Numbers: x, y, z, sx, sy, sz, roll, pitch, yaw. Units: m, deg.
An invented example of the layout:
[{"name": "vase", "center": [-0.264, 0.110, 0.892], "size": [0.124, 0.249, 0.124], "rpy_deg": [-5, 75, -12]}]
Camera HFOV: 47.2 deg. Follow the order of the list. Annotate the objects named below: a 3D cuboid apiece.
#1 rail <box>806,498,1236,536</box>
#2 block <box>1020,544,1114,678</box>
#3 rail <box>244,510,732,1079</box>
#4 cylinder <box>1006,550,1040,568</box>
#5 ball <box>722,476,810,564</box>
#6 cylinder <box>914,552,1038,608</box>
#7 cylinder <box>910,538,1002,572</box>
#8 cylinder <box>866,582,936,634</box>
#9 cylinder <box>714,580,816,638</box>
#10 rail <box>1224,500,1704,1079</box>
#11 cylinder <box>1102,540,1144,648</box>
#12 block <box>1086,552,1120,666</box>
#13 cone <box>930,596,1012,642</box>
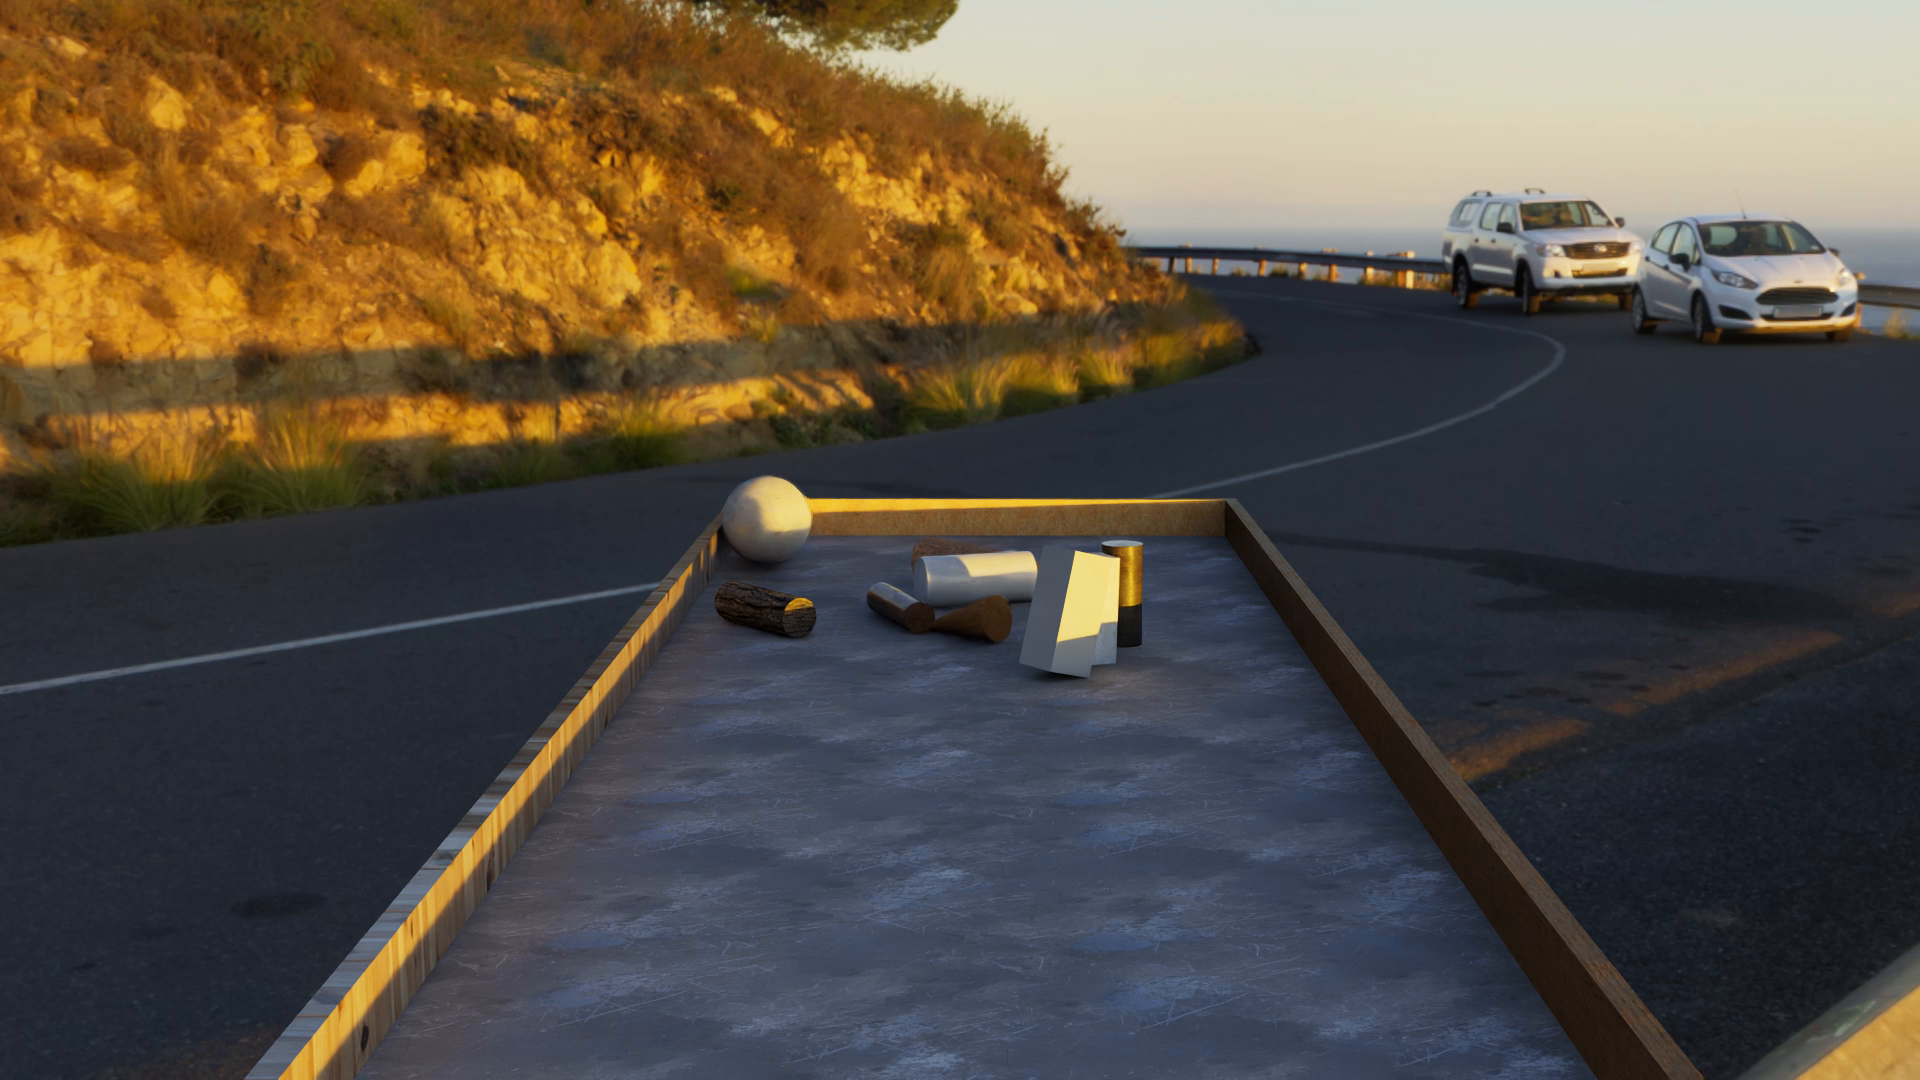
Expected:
[{"name": "rail", "center": [0.099, -0.098, 9.147], "size": [2.100, 0.150, 0.050], "rpy_deg": [0, 9, 1]}, {"name": "block", "center": [0.313, 0.209, 6.467], "size": [0.150, 0.357, 0.150], "rpy_deg": [12, 0, -37]}, {"name": "rail", "center": [-1.004, 0.839, 3.234], "size": [0.050, 0.150, 12.000], "rpy_deg": [0, 9, 1]}, {"name": "cylinder", "center": [0.231, 0.117, 7.898], "size": [0.117, 0.117, 0.320], "rpy_deg": [-3, 9, -17]}, {"name": "ball", "center": [-0.740, -0.076, 8.401], "size": [0.340, 0.340, 0.340], "rpy_deg": [0, 9, 0]}, {"name": "cylinder", "center": [0.054, 0.136, 7.582], "size": [0.393, 0.177, 0.177], "rpy_deg": [-3, 9, -17]}, {"name": "cylinder", "center": [0.009, 0.093, 7.906], "size": [0.161, 0.161, 0.401], "rpy_deg": [-7, 12, -39]}, {"name": "cylinder", "center": [-0.198, 0.224, 7.267], "size": [0.104, 0.104, 0.397], "rpy_deg": [-3, 10, -20]}, {"name": "cylinder", "center": [-0.637, 0.224, 7.173], "size": [0.132, 0.132, 0.398], "rpy_deg": [-7, 11, -38]}, {"name": "rail", "center": [1.046, 0.843, 3.208], "size": [0.050, 0.150, 12.000], "rpy_deg": [0, 9, 1]}, {"name": "cylinder", "center": [0.509, 0.169, 6.922], "size": [0.130, 0.320, 0.130], "rpy_deg": [0, 9, 0]}, {"name": "block", "center": [0.395, 0.208, 6.659], "size": [0.122, 0.322, 0.122], "rpy_deg": [-3, 9, -26]}, {"name": "cone", "center": [-0.012, 0.269, 7.079], "size": [0.347, 0.150, 0.150], "rpy_deg": [-8, 1, 41]}]
